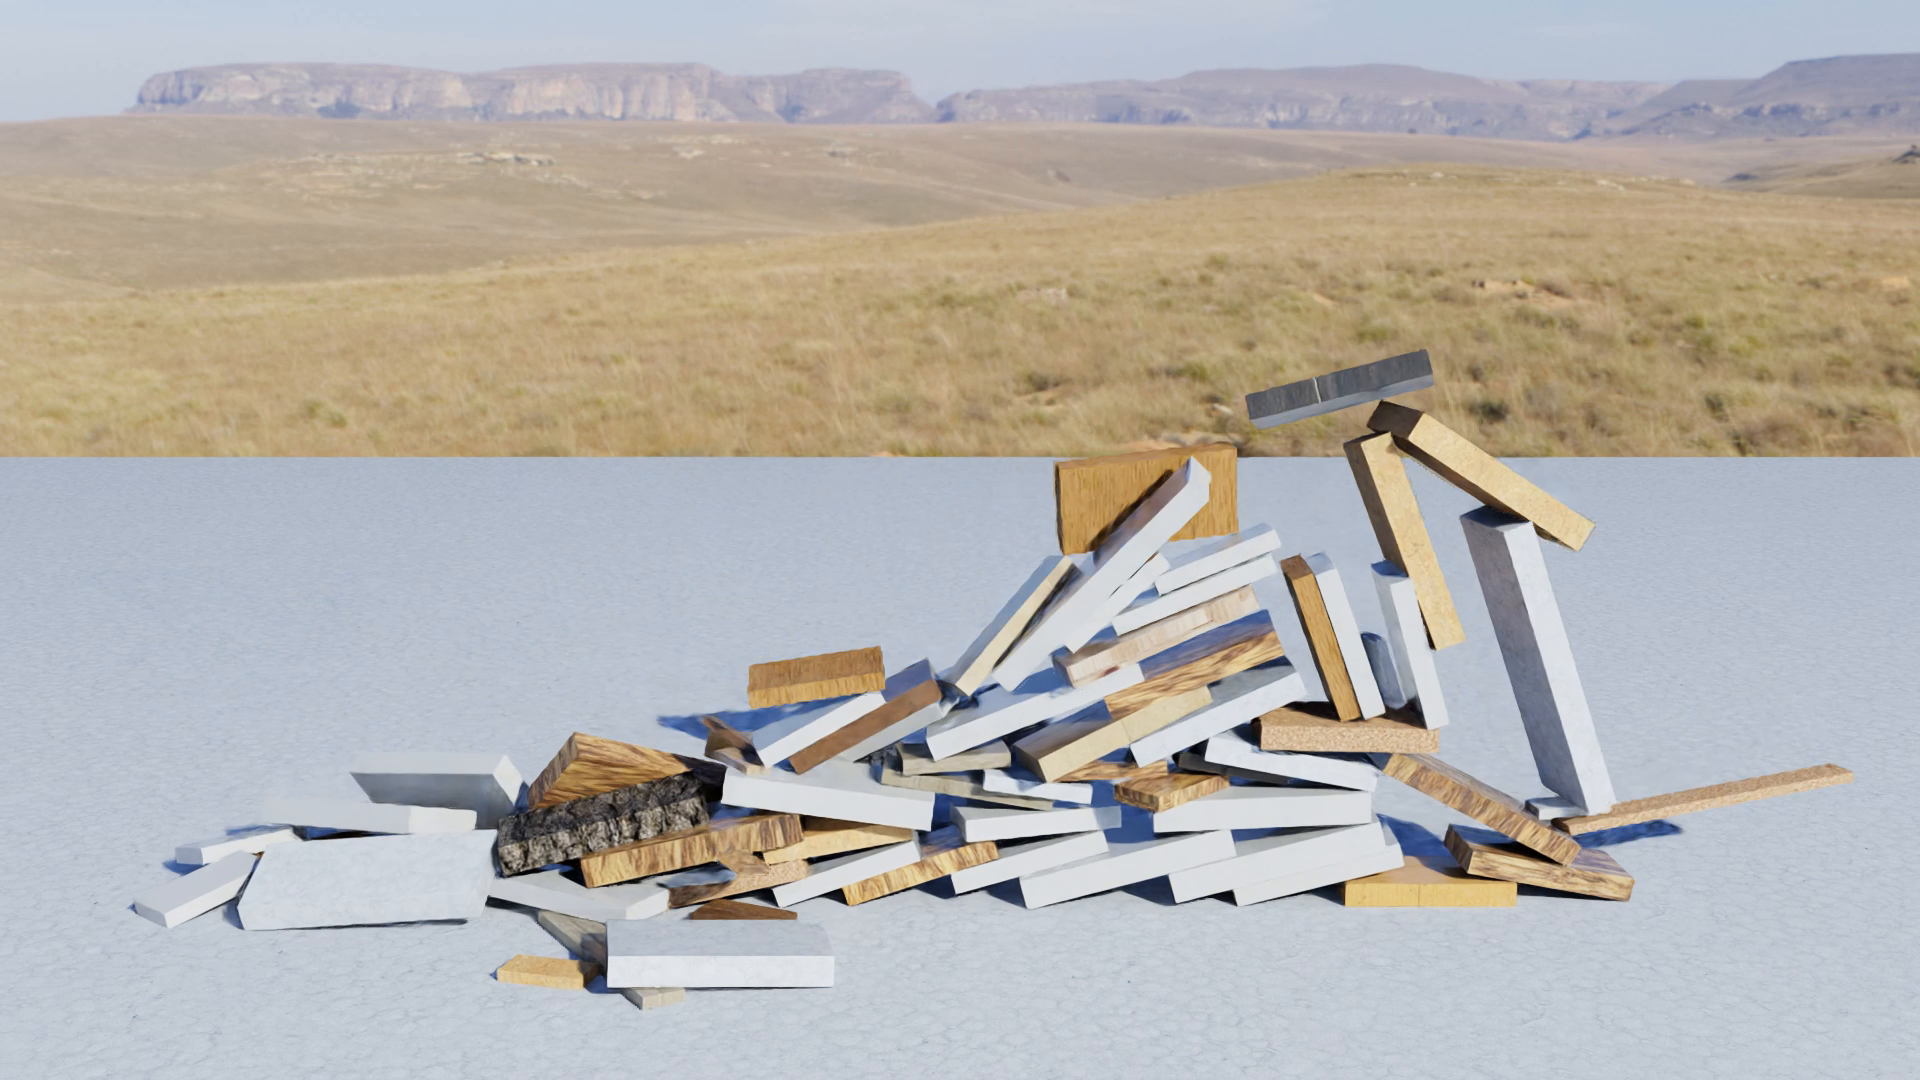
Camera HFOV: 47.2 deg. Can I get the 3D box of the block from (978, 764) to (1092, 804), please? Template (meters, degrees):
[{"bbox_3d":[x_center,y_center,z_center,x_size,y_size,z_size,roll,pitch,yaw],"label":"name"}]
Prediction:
[{"bbox_3d":[0.123,0.397,3.610,0.177,0.025,0.089,8,10,-7],"label":"block"}]

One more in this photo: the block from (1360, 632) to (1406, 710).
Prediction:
[{"bbox_3d":[0.684,0.212,3.570,0.017,0.121,0.061,-23,13,-13],"label":"block"}]

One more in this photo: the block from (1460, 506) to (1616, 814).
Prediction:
[{"bbox_3d":[0.948,0.194,3.610,0.049,0.499,0.175,-22,13,-7],"label":"block"}]

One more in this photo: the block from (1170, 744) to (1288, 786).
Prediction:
[{"bbox_3d":[0.443,0.364,3.632,0.185,0.026,0.093,10,10,-7],"label":"block"}]

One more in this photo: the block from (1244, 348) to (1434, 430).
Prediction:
[{"bbox_3d":[0.616,-0.242,3.560,0.294,0.042,0.147,-14,-6,12],"label":"block"}]

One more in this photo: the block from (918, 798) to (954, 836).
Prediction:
[{"bbox_3d":[-0.083,0.514,3.982,0.242,0.034,0.121,-5,12,-26],"label":"block"}]

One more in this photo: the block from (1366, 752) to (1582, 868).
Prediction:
[{"bbox_3d":[0.842,0.423,3.642,0.367,0.040,0.142,27,9,-11],"label":"block"}]

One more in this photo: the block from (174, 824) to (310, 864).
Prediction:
[{"bbox_3d":[-1.231,0.522,3.776,0.098,0.028,0.196,-6,2,45],"label":"block"}]

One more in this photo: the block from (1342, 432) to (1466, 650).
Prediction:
[{"bbox_3d":[0.713,-0.001,3.542,0.049,0.349,0.175,-21,2,1],"label":"block"}]

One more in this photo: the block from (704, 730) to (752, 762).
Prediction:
[{"bbox_3d":[-0.267,0.405,3.899,0.336,0.048,0.168,15,0,21],"label":"block"}]

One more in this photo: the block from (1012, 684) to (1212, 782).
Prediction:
[{"bbox_3d":[0.248,0.299,3.598,0.304,0.042,0.147,-25,11,-11],"label":"block"}]

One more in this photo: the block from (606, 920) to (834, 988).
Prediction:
[{"bbox_3d":[-0.364,0.620,3.306,0.331,0.047,0.166,2,9,-10],"label":"block"}]

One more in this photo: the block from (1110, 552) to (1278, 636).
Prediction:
[{"bbox_3d":[0.373,0.081,3.567,0.275,0.030,0.105,-22,9,1],"label":"block"}]

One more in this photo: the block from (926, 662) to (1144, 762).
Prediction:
[{"bbox_3d":[0.121,0.259,3.601,0.363,0.040,0.142,-21,11,5],"label":"block"}]

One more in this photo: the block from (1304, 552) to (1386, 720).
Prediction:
[{"bbox_3d":[0.623,0.153,3.568,0.036,0.253,0.126,-20,11,4],"label":"block"}]

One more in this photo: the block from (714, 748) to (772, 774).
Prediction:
[{"bbox_3d":[-0.355,0.361,3.589,0.048,0.014,0.096,0,13,-40],"label":"block"}]

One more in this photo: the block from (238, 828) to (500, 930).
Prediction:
[{"bbox_3d":[-0.947,0.547,3.547,0.383,0.048,0.168,-4,29,4],"label":"block"}]

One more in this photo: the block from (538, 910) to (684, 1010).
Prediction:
[{"bbox_3d":[-0.539,0.635,3.369,0.067,0.019,0.417,-5,11,-31],"label":"block"}]

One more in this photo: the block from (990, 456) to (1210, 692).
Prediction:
[{"bbox_3d":[0.225,0.055,3.525,0.042,0.454,0.147,42,19,-7],"label":"block"}]

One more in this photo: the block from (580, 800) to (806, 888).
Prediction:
[{"bbox_3d":[-0.435,0.485,3.618,0.357,0.048,0.169,-12,11,-1],"label":"block"}]

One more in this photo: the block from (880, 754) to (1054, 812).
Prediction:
[{"bbox_3d":[0.013,0.400,3.631,0.282,0.025,0.089,9,10,0],"label":"block"}]

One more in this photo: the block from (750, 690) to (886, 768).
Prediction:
[{"bbox_3d":[-0.233,0.292,3.597,0.220,0.031,0.110,-28,15,-5],"label":"block"}]

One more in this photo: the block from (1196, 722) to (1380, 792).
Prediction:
[{"bbox_3d":[0.534,0.350,3.622,0.284,0.040,0.142,11,10,-5],"label":"block"}]

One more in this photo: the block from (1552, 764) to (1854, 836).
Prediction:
[{"bbox_3d":[1.246,0.433,3.683,0.528,0.017,0.061,-8,11,-12],"label":"block"}]

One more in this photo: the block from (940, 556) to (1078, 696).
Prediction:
[{"bbox_3d":[0.081,0.140,3.614,0.031,0.278,0.110,43,-10,-9],"label":"block"}]

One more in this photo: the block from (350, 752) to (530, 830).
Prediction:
[{"bbox_3d":[-0.897,0.448,3.867,0.331,0.166,0.047,-3,41,30],"label":"block"}]

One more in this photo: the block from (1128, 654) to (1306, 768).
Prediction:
[{"bbox_3d":[0.412,0.275,3.602,0.294,0.042,0.147,-24,11,2],"label":"block"}]

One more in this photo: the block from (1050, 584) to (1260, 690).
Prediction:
[{"bbox_3d":[0.312,0.147,3.555,0.326,0.038,0.134,-23,10,-6],"label":"block"}]

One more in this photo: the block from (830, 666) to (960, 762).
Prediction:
[{"bbox_3d":[-0.119,0.305,3.719,0.268,0.038,0.134,-28,10,28],"label":"block"}]

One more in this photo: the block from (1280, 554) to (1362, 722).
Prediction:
[{"bbox_3d":[0.586,0.159,3.572,0.036,0.253,0.126,-20,13,4],"label":"block"}]

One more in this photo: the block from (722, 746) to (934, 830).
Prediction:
[{"bbox_3d":[-0.213,0.408,3.614,0.338,0.048,0.169,8,10,-2],"label":"block"}]

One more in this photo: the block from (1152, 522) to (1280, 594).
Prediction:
[{"bbox_3d":[0.412,0.029,3.580,0.210,0.030,0.105,-22,7,2],"label":"block"}]

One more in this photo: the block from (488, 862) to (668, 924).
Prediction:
[{"bbox_3d":[-0.714,0.558,3.612,0.474,0.034,0.121,8,9,24],"label":"block"}]

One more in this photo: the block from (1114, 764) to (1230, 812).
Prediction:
[{"bbox_3d":[0.346,0.400,3.584,0.093,0.026,0.185,11,16,42],"label":"block"}]

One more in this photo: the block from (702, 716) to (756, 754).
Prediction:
[{"bbox_3d":[-0.380,0.323,3.654,0.096,0.014,0.048,32,1,8],"label":"block"}]
